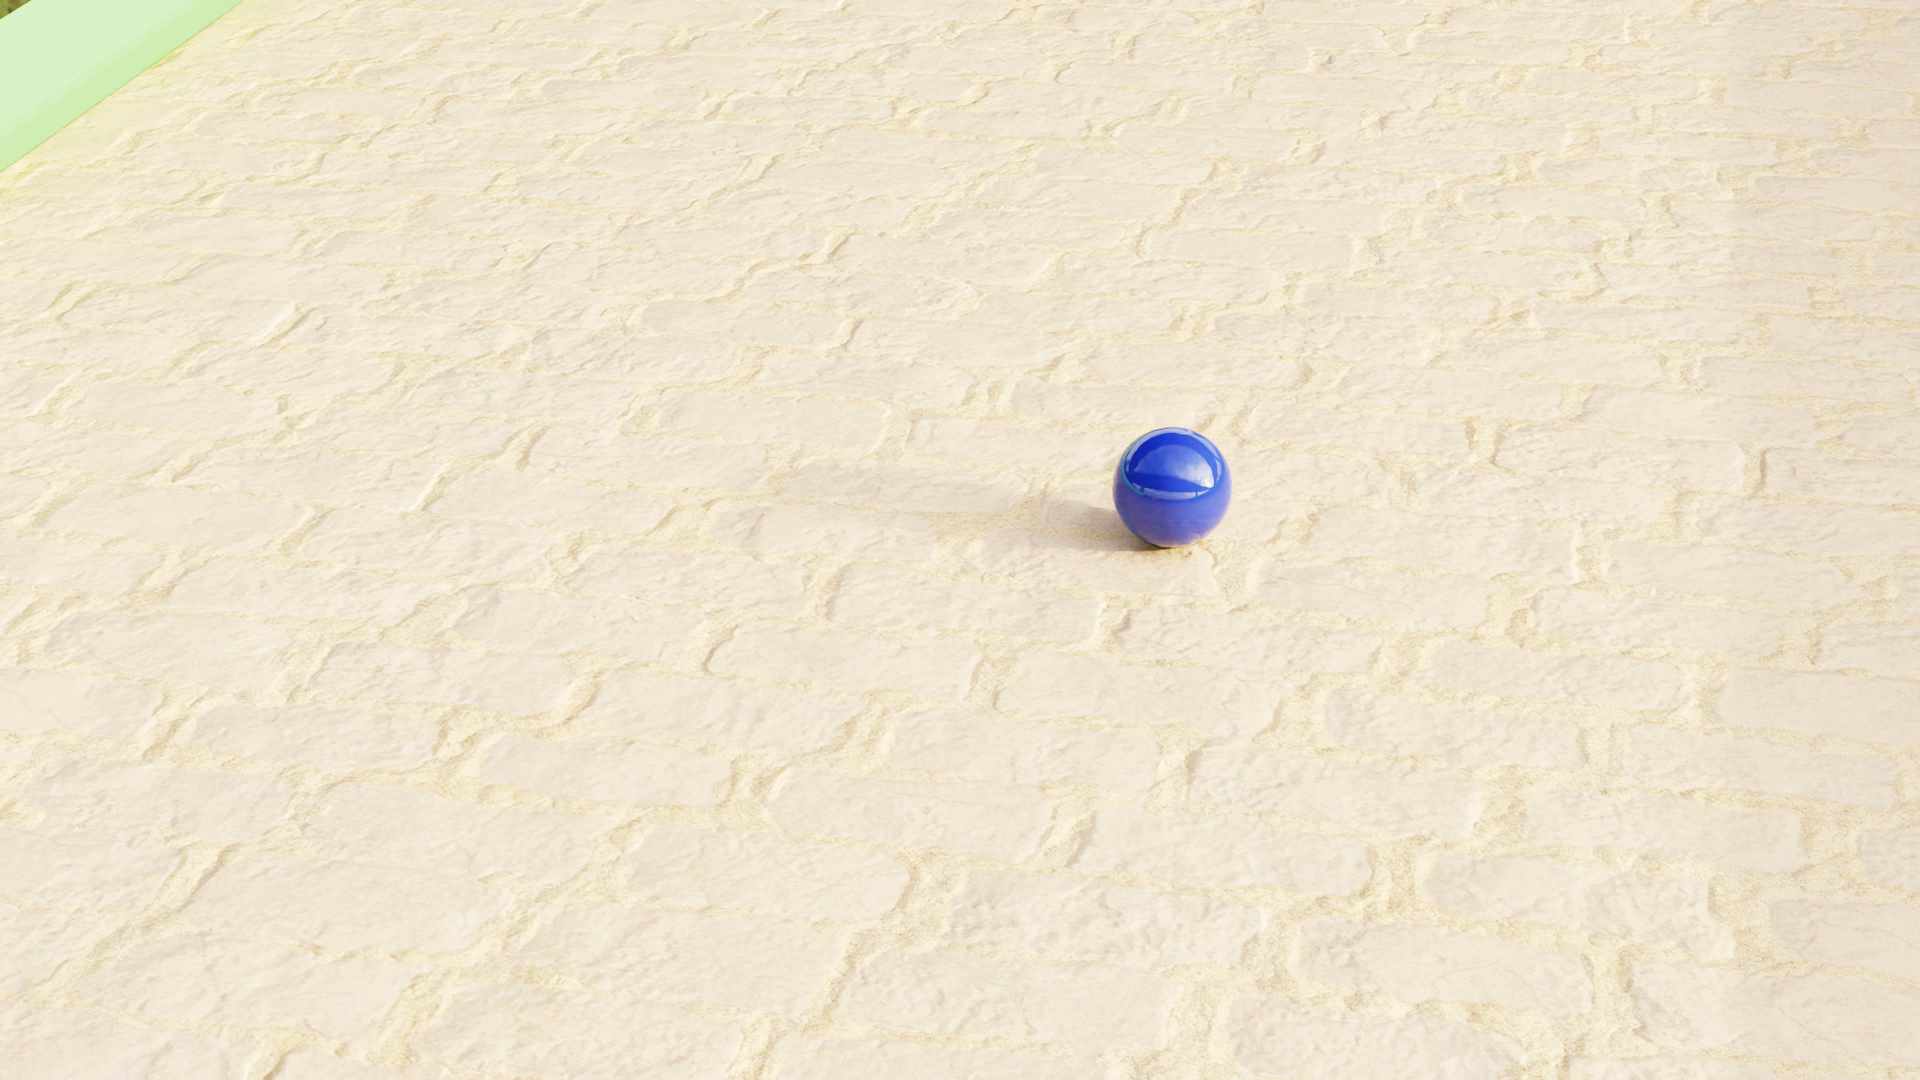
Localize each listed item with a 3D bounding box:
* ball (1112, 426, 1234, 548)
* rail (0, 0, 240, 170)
[{"bbox_3d":[0.127,-0.032,1.764,0.073,0.073,0.073,0,28,0],"label":"ball"},{"bbox_3d":[-0.646,-0.522,2.629,0.045,0.112,3.552,6,29,11],"label":"rail"}]
